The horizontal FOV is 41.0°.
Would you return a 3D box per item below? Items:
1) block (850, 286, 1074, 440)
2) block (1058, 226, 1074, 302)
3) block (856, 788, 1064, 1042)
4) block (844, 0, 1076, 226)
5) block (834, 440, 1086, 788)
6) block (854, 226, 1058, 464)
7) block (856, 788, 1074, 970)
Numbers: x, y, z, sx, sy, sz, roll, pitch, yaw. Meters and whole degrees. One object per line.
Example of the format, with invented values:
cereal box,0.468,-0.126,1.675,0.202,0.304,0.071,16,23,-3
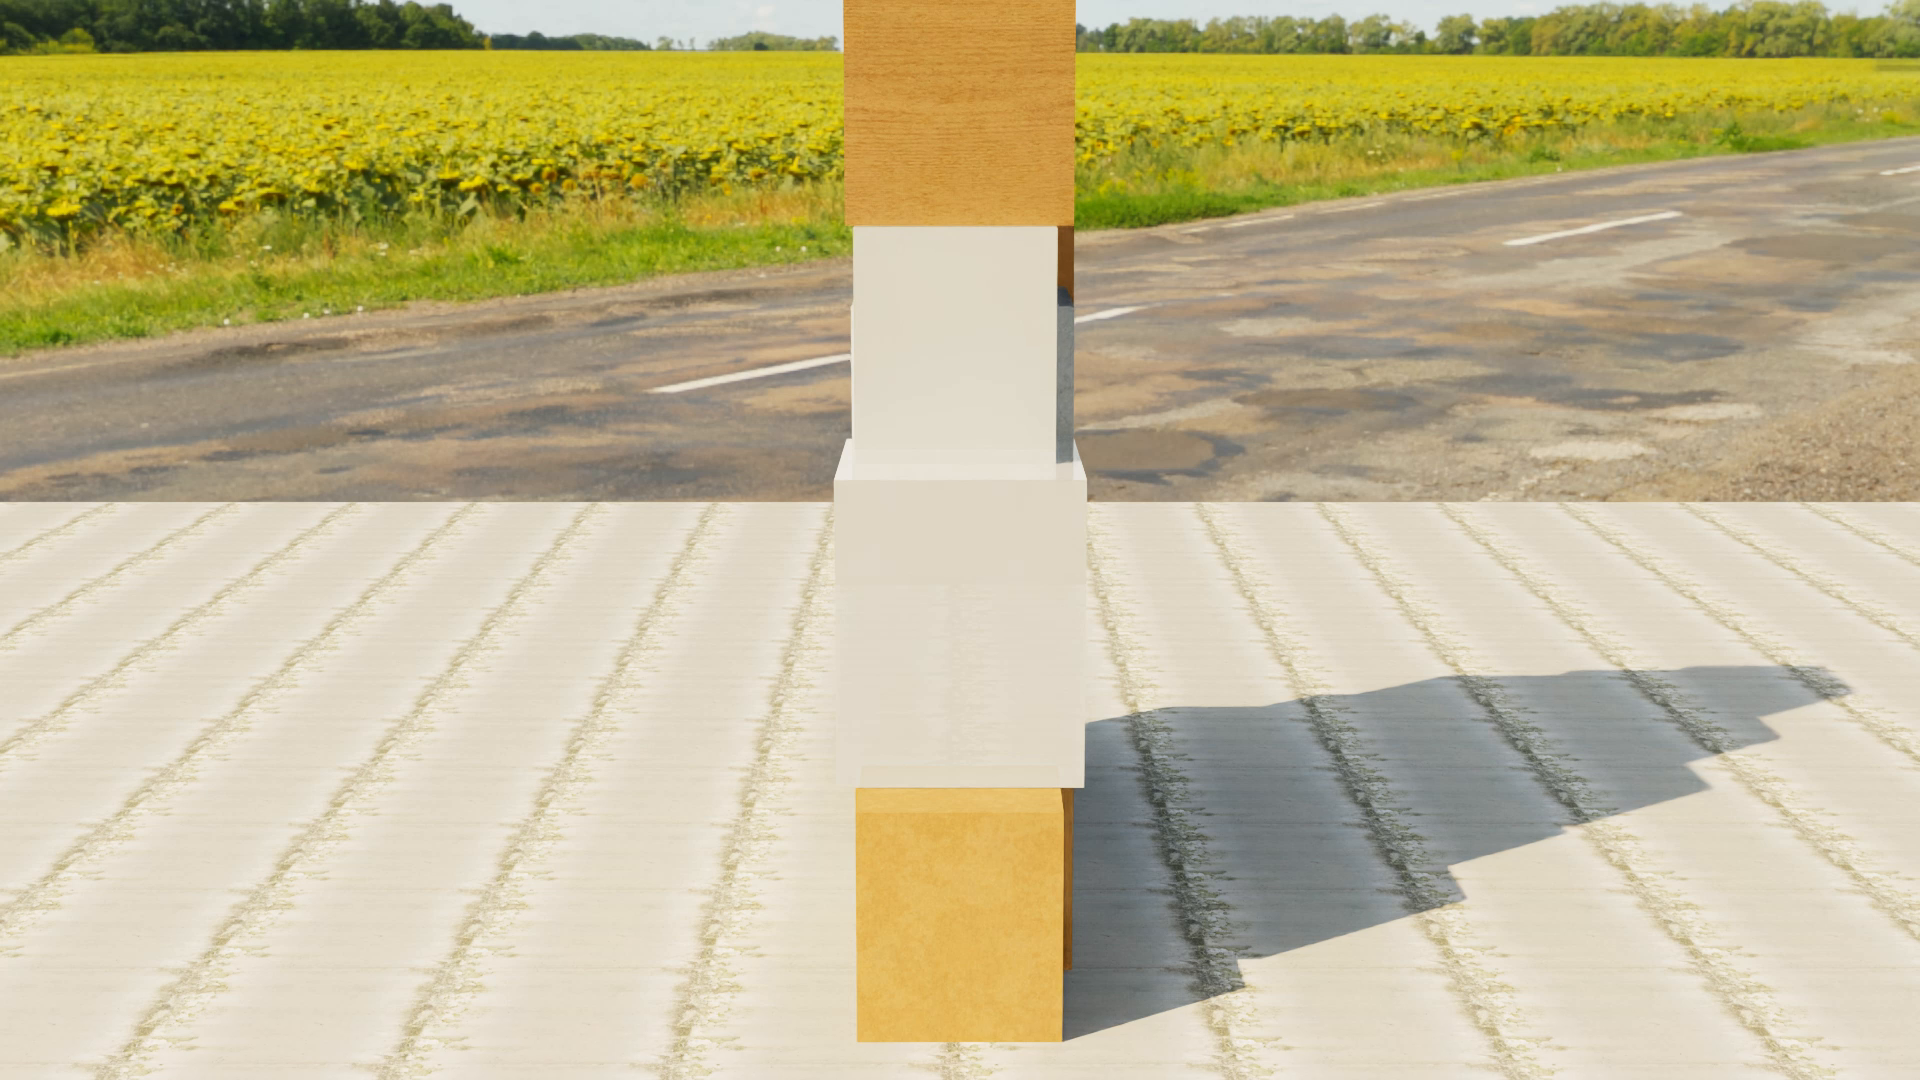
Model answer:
block,0.011,-0.619,10.993,0.914,0.852,0.898,0,11,0
block,0.017,-1.112,11.861,0.974,1.034,0.960,0,11,0
block,-0.001,1.346,9.719,0.753,0.874,0.764,0,10,0
block,-0.002,-1.759,10.081,0.868,0.985,0.938,0,10,0
block,0.002,0.258,9.998,0.924,1.163,1.061,0,10,0
block,-0.018,-0.803,10.078,0.765,0.894,0.824,0,10,0
block,0.017,1.206,10.485,0.855,0.877,0.773,0,10,0
